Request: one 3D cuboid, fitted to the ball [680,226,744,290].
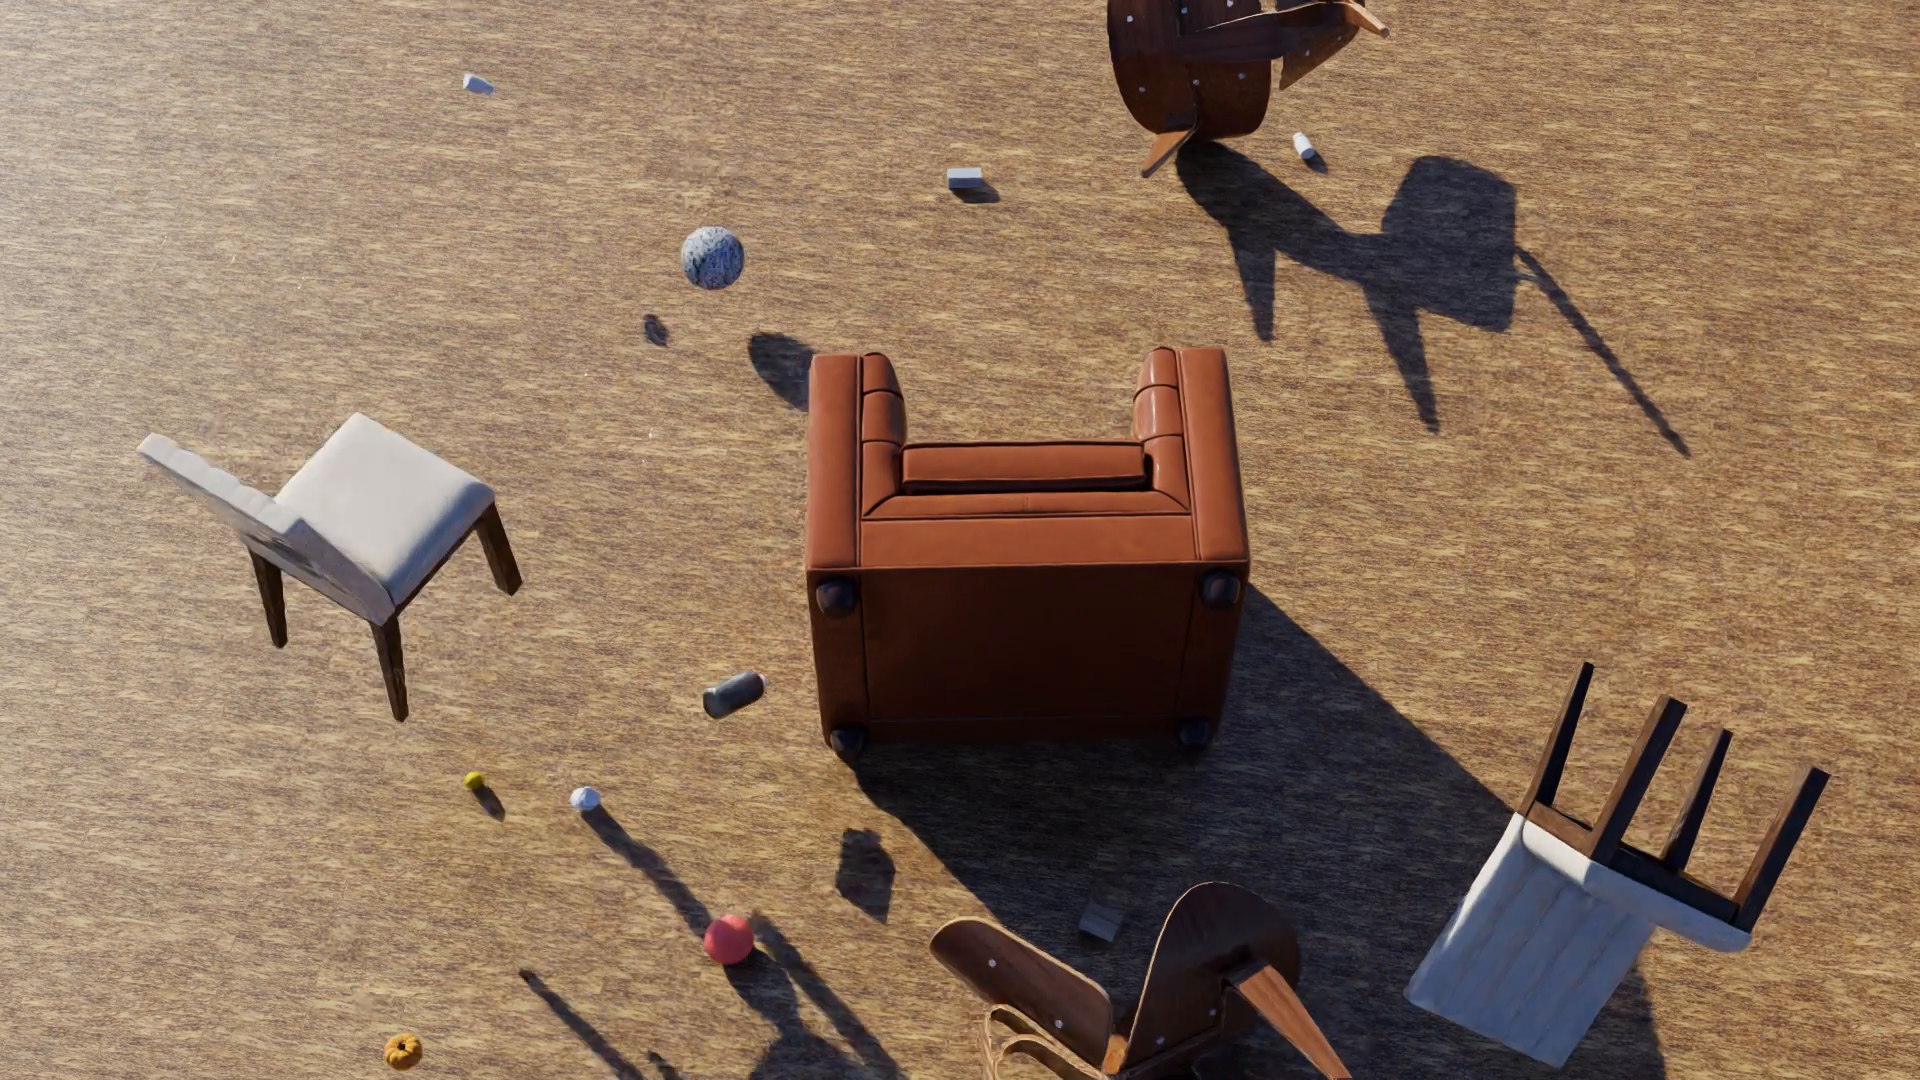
[{"bbox_3d":[-0.778,-0.888,6.914,0.200,0.200,0.200,0,56,0],"label":"ball"}]

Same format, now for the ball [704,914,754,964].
[{"bbox_3d":[-0.607,1.052,5.790,0.130,0.130,0.130,0,56,0],"label":"ball"}]

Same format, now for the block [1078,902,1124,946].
[{"bbox_3d":[0.375,1.018,5.834,0.097,0.074,0.076,23,77,15],"label":"block"}]

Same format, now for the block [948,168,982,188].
[{"bbox_3d":[0.015,-1.210,7.356,0.113,0.049,0.044,-2,56,-2],"label":"block"}]
